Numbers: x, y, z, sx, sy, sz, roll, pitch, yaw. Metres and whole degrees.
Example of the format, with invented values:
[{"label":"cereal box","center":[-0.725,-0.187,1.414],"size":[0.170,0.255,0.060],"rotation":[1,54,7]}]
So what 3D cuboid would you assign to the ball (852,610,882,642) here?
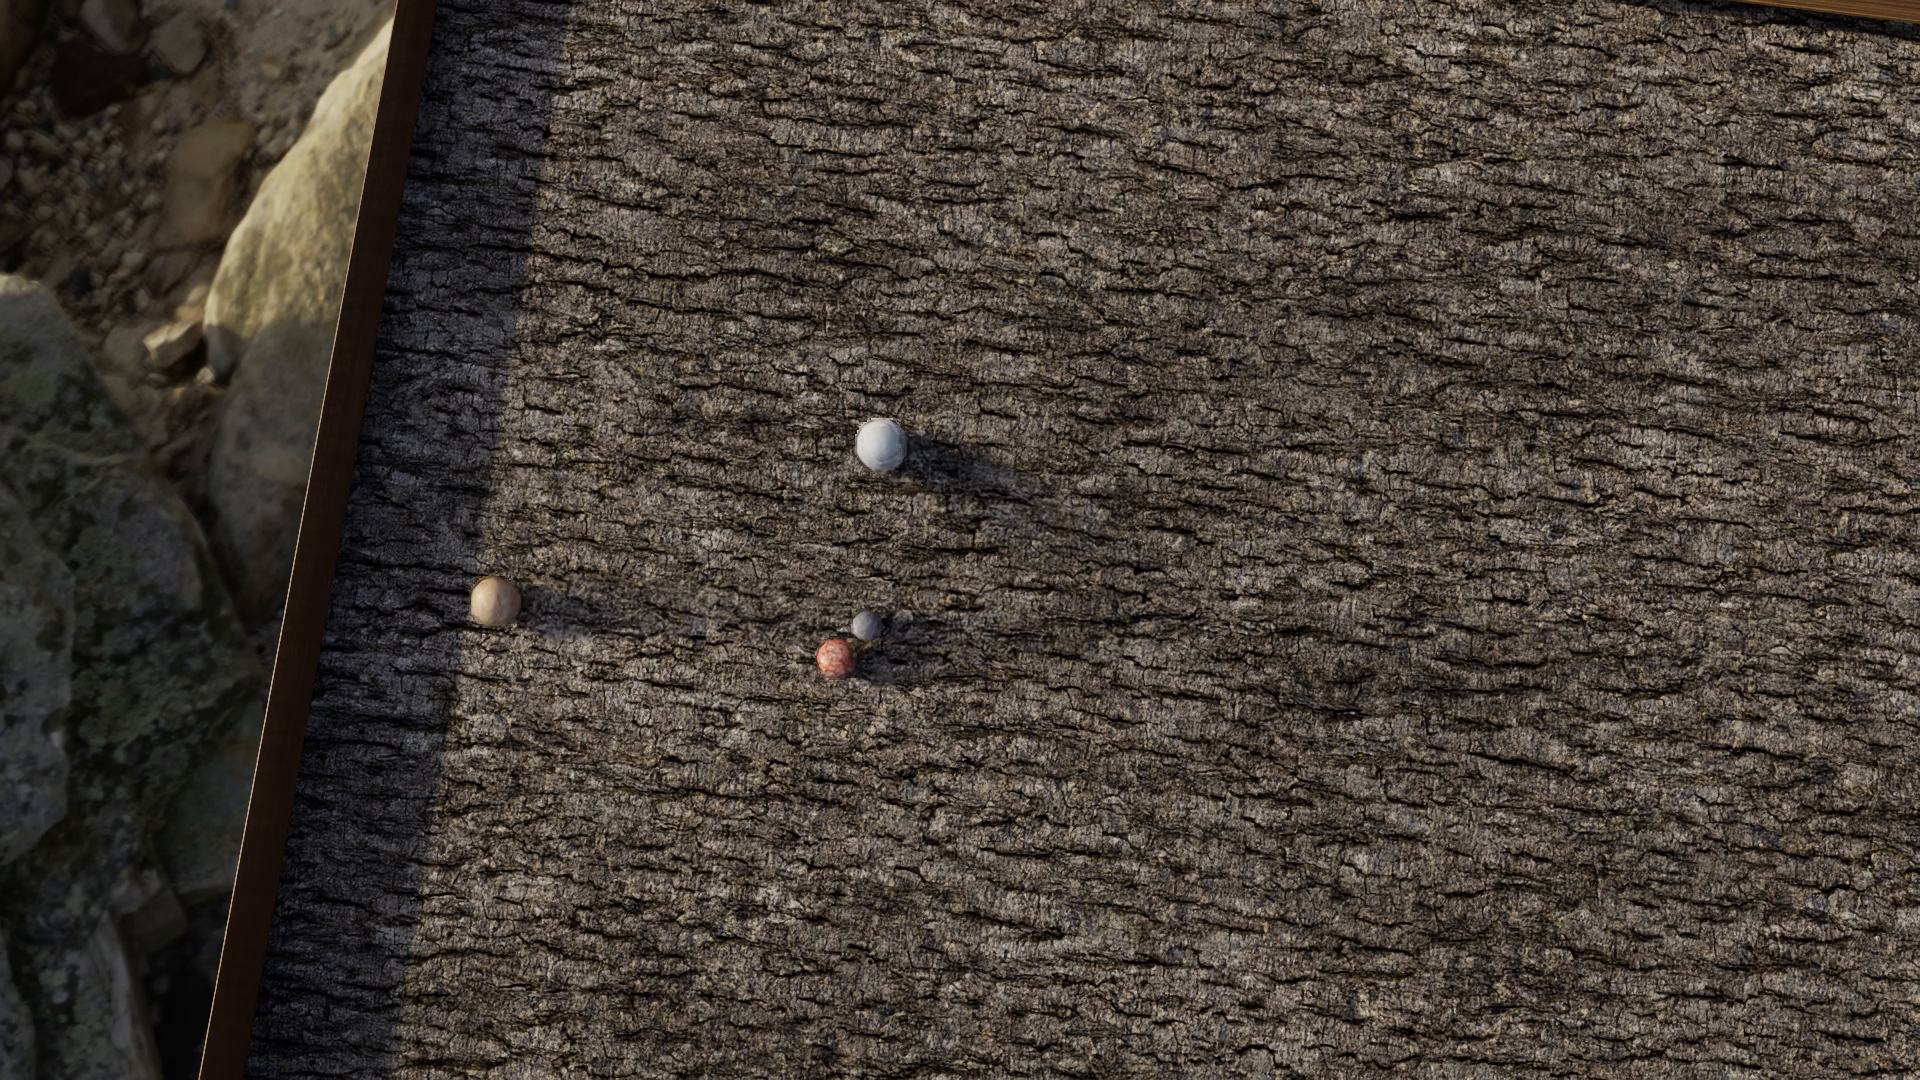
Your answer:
[{"label":"ball","center":[-0.138,0.128,3.273],"size":[0.046,0.046,0.046],"rotation":[0,80,0]}]

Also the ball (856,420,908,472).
[{"label":"ball","center":[-0.117,-0.142,3.304],"size":[0.078,0.078,0.078],"rotation":[0,80,0]}]

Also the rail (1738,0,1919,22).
[{"label":"rail","center":[1.082,-0.875,3.420],"size":[3.838,0.102,0.045],"rotation":[7,80,1]}]

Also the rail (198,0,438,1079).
[{"label":"rail","center":[-0.928,-0.122,3.288],"size":[0.045,0.102,2.079],"rotation":[7,80,1]}]

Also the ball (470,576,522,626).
[{"label":"ball","center":[-0.689,0.091,3.265],"size":[0.074,0.074,0.074],"rotation":[0,80,0]}]

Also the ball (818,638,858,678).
[{"label":"ball","center":[-0.181,0.176,3.258],"size":[0.059,0.059,0.059],"rotation":[0,80,0]}]
